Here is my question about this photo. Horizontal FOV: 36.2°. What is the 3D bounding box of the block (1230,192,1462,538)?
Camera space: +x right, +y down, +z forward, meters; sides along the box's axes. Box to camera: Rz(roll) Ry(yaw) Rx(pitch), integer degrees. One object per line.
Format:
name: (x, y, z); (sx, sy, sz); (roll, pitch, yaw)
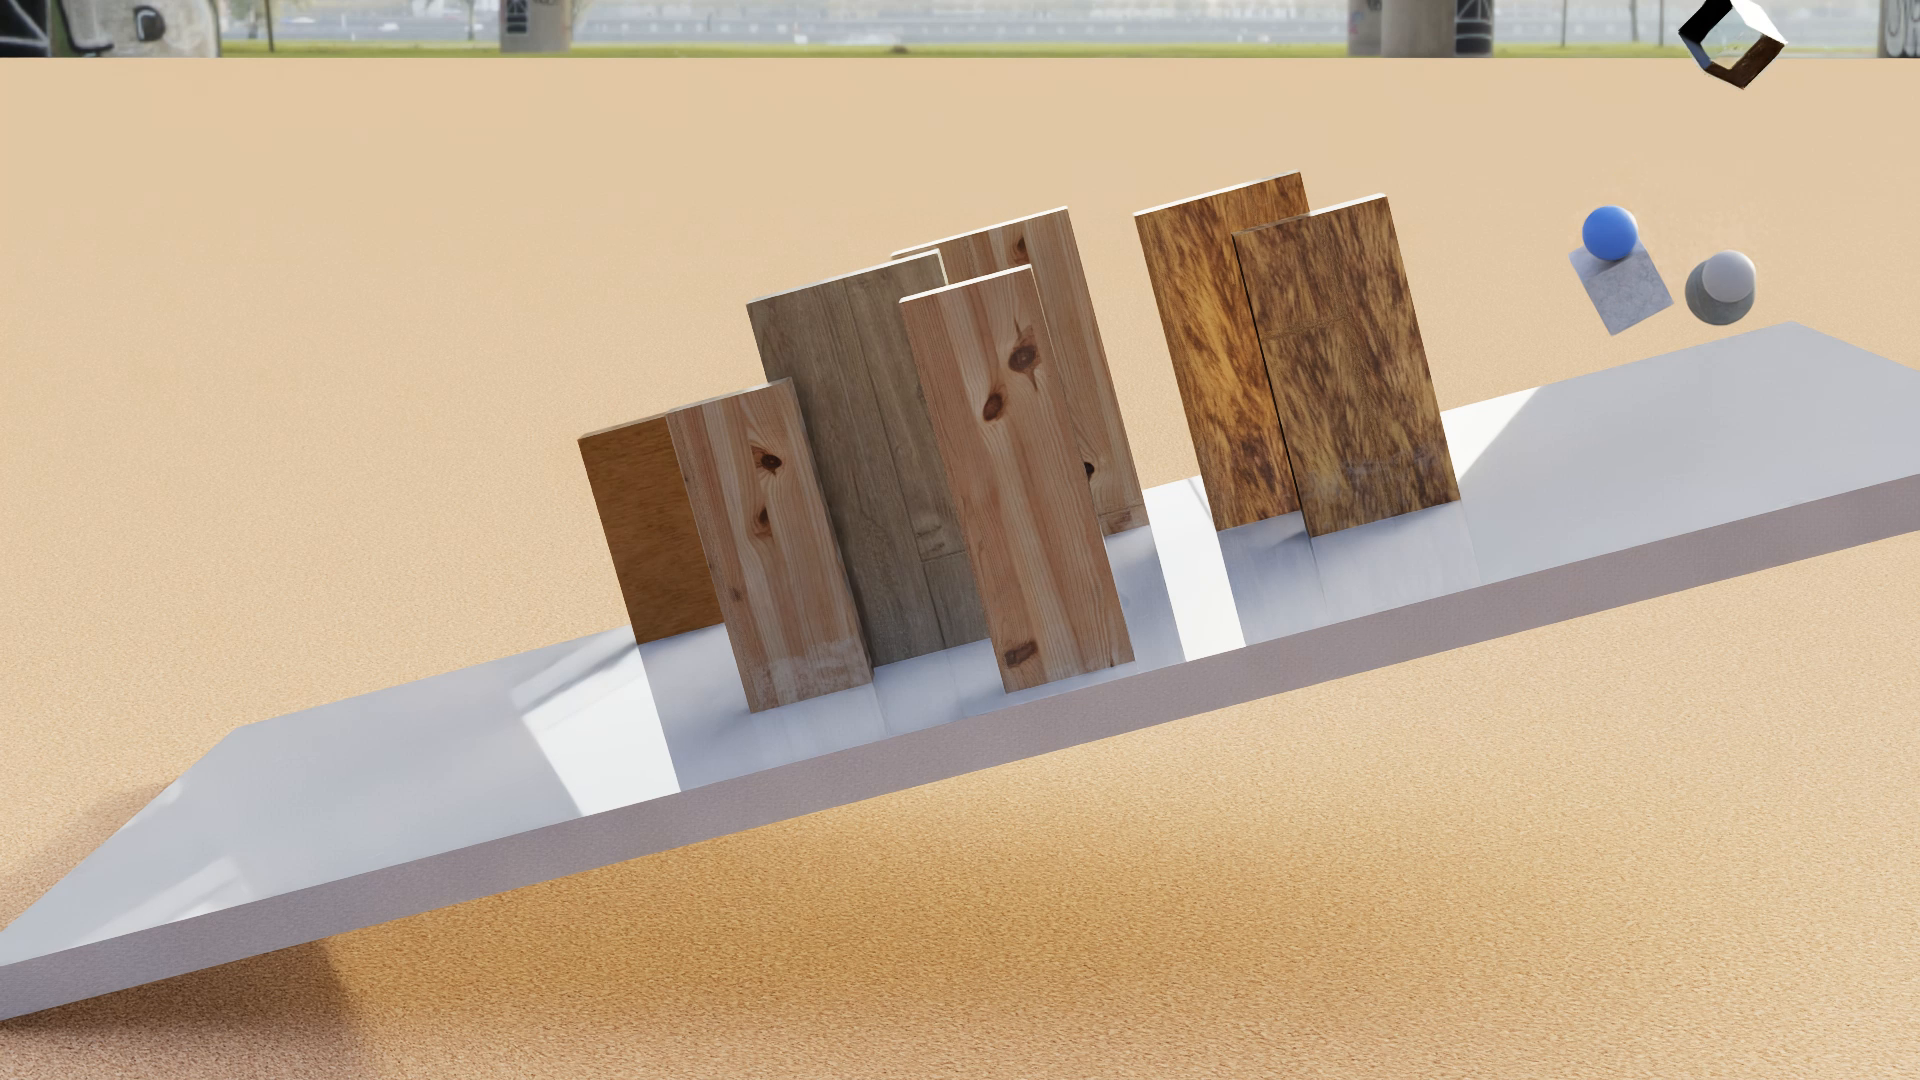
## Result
block: (0.801, -0.362, 6.109); (0.320, 0.647, 0.111); (-15, 9, 4)

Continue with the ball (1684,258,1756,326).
ball: (1.639, -0.536, 6.339); (0.150, 0.150, 0.150); (0, 10, 0)

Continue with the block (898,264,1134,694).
block: (0.108, -0.111, 5.426); (0.247, 0.751, 0.093); (-15, 9, 4)

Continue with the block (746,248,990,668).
block: (-0.134, -0.159, 5.999); (0.399, 0.784, 0.114); (-15, 9, 4)

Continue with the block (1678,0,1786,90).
block: (1.679, -1.091, 6.399); (0.135, 0.135, 0.135); (15, 39, -35)

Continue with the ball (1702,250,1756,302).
ball: (1.624, -0.557, 6.211); (0.111, 0.111, 0.111); (0, 10, 0)

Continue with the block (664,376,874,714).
block: (-0.377, 0.011, 5.877); (0.253, 0.626, 0.087); (-15, 9, 4)

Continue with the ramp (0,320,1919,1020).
ramp: (0.080, 0.191, 6.330); (4.000, 0.100, 2.000); (-15, 9, 4)

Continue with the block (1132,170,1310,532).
block: (0.649, -0.415, 6.457); (0.369, 0.716, 0.114); (-15, 9, 4)

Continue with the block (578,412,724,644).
block: (-0.706, -0.037, 7.051); (0.274, 0.514, 0.109); (-15, 9, 4)

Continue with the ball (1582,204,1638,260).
ball: (1.351, -0.638, 6.112); (0.115, 0.115, 0.115); (0, 10, 0)

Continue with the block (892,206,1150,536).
block: (0.142, -0.351, 6.792); (0.415, 0.751, 0.112); (-15, 9, 4)

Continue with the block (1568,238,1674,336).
block: (1.395, -0.552, 6.212); (0.147, 0.147, 0.147); (-28, 27, 13)
